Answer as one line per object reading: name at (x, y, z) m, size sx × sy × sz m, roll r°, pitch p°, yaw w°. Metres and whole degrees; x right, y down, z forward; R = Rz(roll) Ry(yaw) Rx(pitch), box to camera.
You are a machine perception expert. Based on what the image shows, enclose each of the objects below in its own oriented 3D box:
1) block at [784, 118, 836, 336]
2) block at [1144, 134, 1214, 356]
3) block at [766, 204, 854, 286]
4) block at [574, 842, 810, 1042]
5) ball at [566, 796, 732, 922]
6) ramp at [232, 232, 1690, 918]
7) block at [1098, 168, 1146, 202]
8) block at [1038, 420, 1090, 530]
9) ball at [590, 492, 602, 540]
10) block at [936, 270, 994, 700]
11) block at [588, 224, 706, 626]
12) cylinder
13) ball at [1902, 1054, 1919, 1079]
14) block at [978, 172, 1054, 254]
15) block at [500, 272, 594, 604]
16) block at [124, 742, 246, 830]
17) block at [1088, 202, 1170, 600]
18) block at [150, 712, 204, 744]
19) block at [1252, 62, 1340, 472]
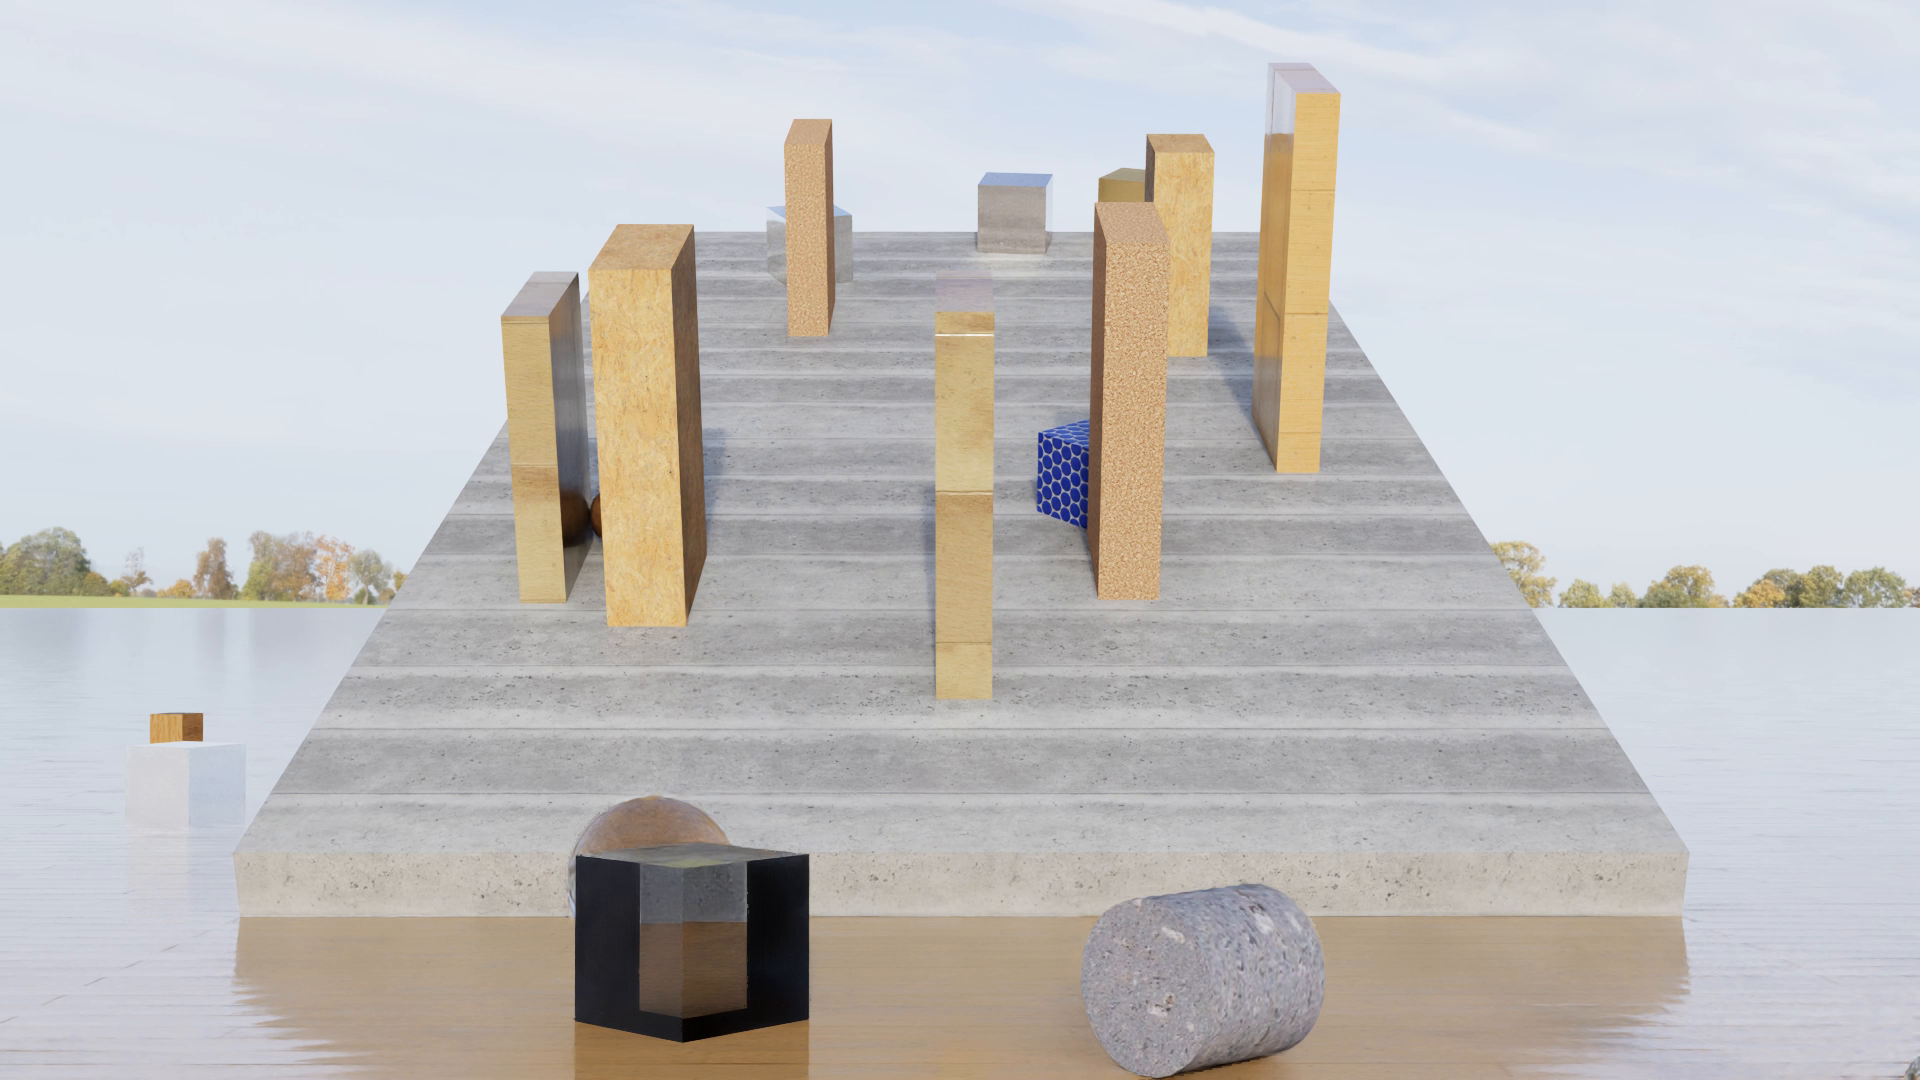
block at (-0.382, -0.804, 5.798) m, size 0.100 × 0.483 × 0.377 m, roll 0°, pitch 20°, yaw 0°
block at (0.532, -0.726, 5.566) m, size 0.141 × 0.498 × 0.261 m, roll 0°, pitch 20°, yaw 0°
block at (-0.417, -0.818, 6.270) m, size 0.187 × 0.187 × 0.187 m, roll -8°, pitch 21°, yaw -21°
block at (-0.280, 0.415, 2.368) m, size 0.172 × 0.172 × 0.172 m, roll -1°, pitch -2°, yaw 43°
ball at (-0.367, 0.408, 2.706) m, size 0.205 × 0.205 × 0.205 m, roll 0°, pitch -2°, yaw 0°
ramp at (-0.005, -0.206, 5.007) m, size 2.000 × 0.100 × 4.000 m, roll 0°, pitch 20°, yaw 0°
block at (0.534, -0.992, 6.750) m, size 0.190 × 0.190 × 0.190 m, roll 9°, pitch 22°, yaw 24°
block at (0.266, -0.130, 4.412) m, size 0.162 × 0.162 × 0.162 m, roll -16°, pitch 26°, yaw -38°
ball at (-0.633, -0.047, 4.242) m, size 0.120 × 0.120 × 0.120 m, roll 0°, pitch -2°, yaw 0°
block at (0.006, -0.090, 3.613) m, size 0.089 × 0.631 × 0.266 m, roll 0°, pitch 20°, yaw 0°
block at (-0.537, -0.205, 3.940) m, size 0.134 × 0.623 × 0.353 m, roll 0°, pitch 20°, yaw 0°
cylinder at (0.230, 0.414, 2.142) m, size 0.163 × 0.163 × 0.163 m, roll 1°, pitch -2°, yaw -43°
ball at (0.737, 0.414, 1.609) m, size 0.135 × 0.135 × 0.135 m, roll 0°, pitch -2°, yaw 0°
block at (0.163, -0.959, 6.646) m, size 0.199 × 0.199 × 0.199 m, roll 3°, pitch 20°, yaw 8°
block at (-0.732, -0.188, 4.047) m, size 0.080 × 0.518 × 0.329 m, roll 0°, pitch 20°, yaw 0°
block at (-1.512, 0.479, 4.427) m, size 0.158 × 0.158 × 0.158 m, roll -1°, pitch -2°, yaw 23°
block at (0.298, -0.253, 4.053) m, size 0.107 × 0.639 × 0.342 m, roll 0°, pitch 20°, yaw 0°
block at (-2.308, 0.565, 6.676) m, size 0.107 × 0.107 × 0.107 m, roll 0°, pitch -2°, yaw 14°
block at (0.697, -0.576, 4.741) m, size 0.087 × 0.778 × 0.419 m, roll 0°, pitch 20°, yaw 0°
